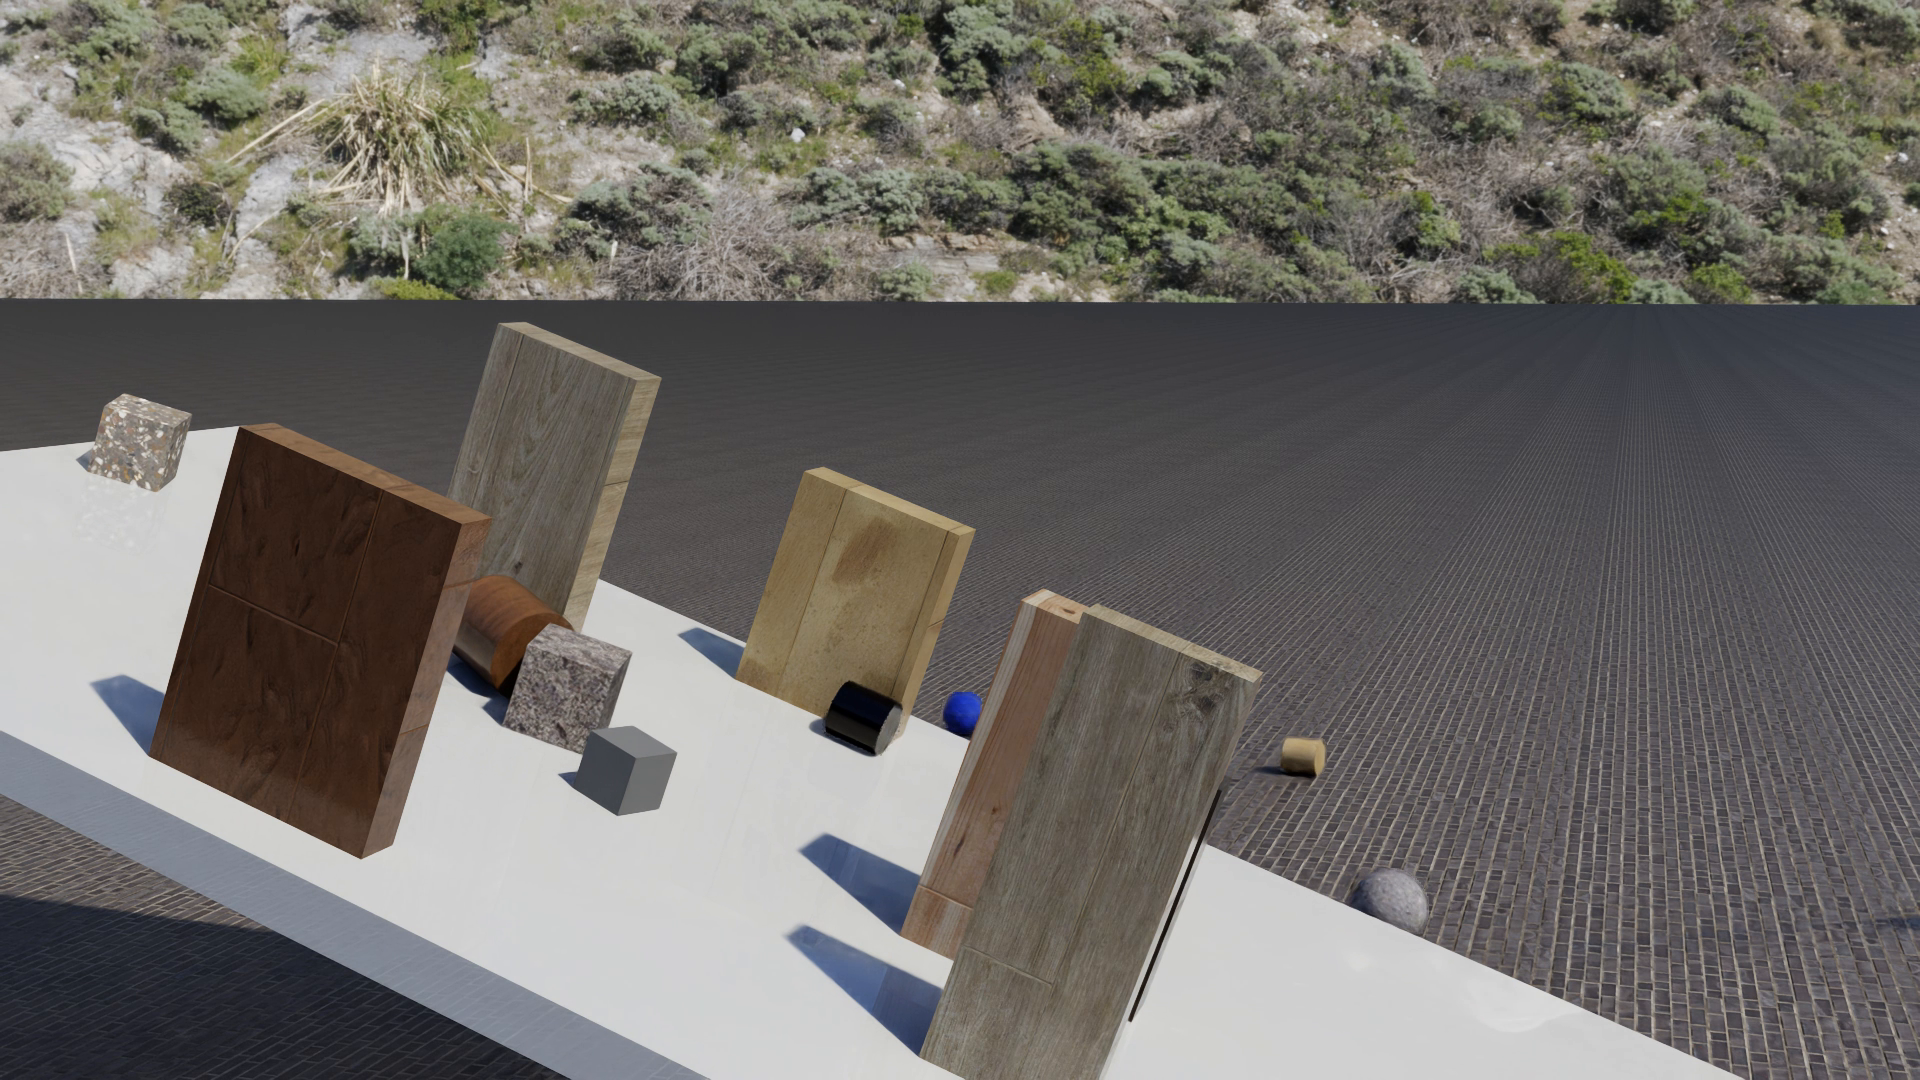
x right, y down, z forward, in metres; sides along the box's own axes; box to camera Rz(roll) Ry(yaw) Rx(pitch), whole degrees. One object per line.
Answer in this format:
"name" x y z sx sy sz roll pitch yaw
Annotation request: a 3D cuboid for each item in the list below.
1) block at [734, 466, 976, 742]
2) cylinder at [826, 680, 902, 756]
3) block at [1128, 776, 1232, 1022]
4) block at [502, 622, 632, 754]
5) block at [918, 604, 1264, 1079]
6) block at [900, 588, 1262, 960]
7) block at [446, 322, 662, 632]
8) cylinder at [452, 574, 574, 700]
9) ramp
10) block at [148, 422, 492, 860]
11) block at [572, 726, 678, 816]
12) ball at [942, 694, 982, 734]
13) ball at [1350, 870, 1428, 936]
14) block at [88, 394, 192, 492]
"block" -0.238 0.146 4.942 0.385 0.508 0.122 22 13 14
"cylinder" -0.211 0.390 4.827 0.125 0.125 0.125 23 13 15
"block" 0.203 0.560 3.940 0.421 0.457 0.101 22 13 14
"block" -0.764 0.290 4.292 0.174 0.174 0.174 19 12 0
"block" 0.197 0.510 3.408 0.277 0.771 0.090 22 13 14
"block" 0.208 0.473 3.864 0.419 0.652 0.149 22 13 14
"block" -0.889 -0.086 4.595 0.330 0.659 0.117 22 13 14
"cylinder" -0.906 0.197 4.433 0.195 0.195 0.195 -6 26 -41
"ramp" -0.333 0.610 4.211 4.000 0.100 2.000 22 13 14
"block" -1.027 0.158 3.512 0.415 0.576 0.094 22 13 14
"block" -0.619 0.425 4.063 0.117 0.117 0.117 26 14 29
"ball" 0.012 0.703 8.863 0.166 0.166 0.166 0 7 0
"ball" 1.183 1.017 6.071 0.207 0.207 0.207 0 7 0
"block" -1.830 -0.218 4.910 0.154 0.154 0.154 18 12 -9
